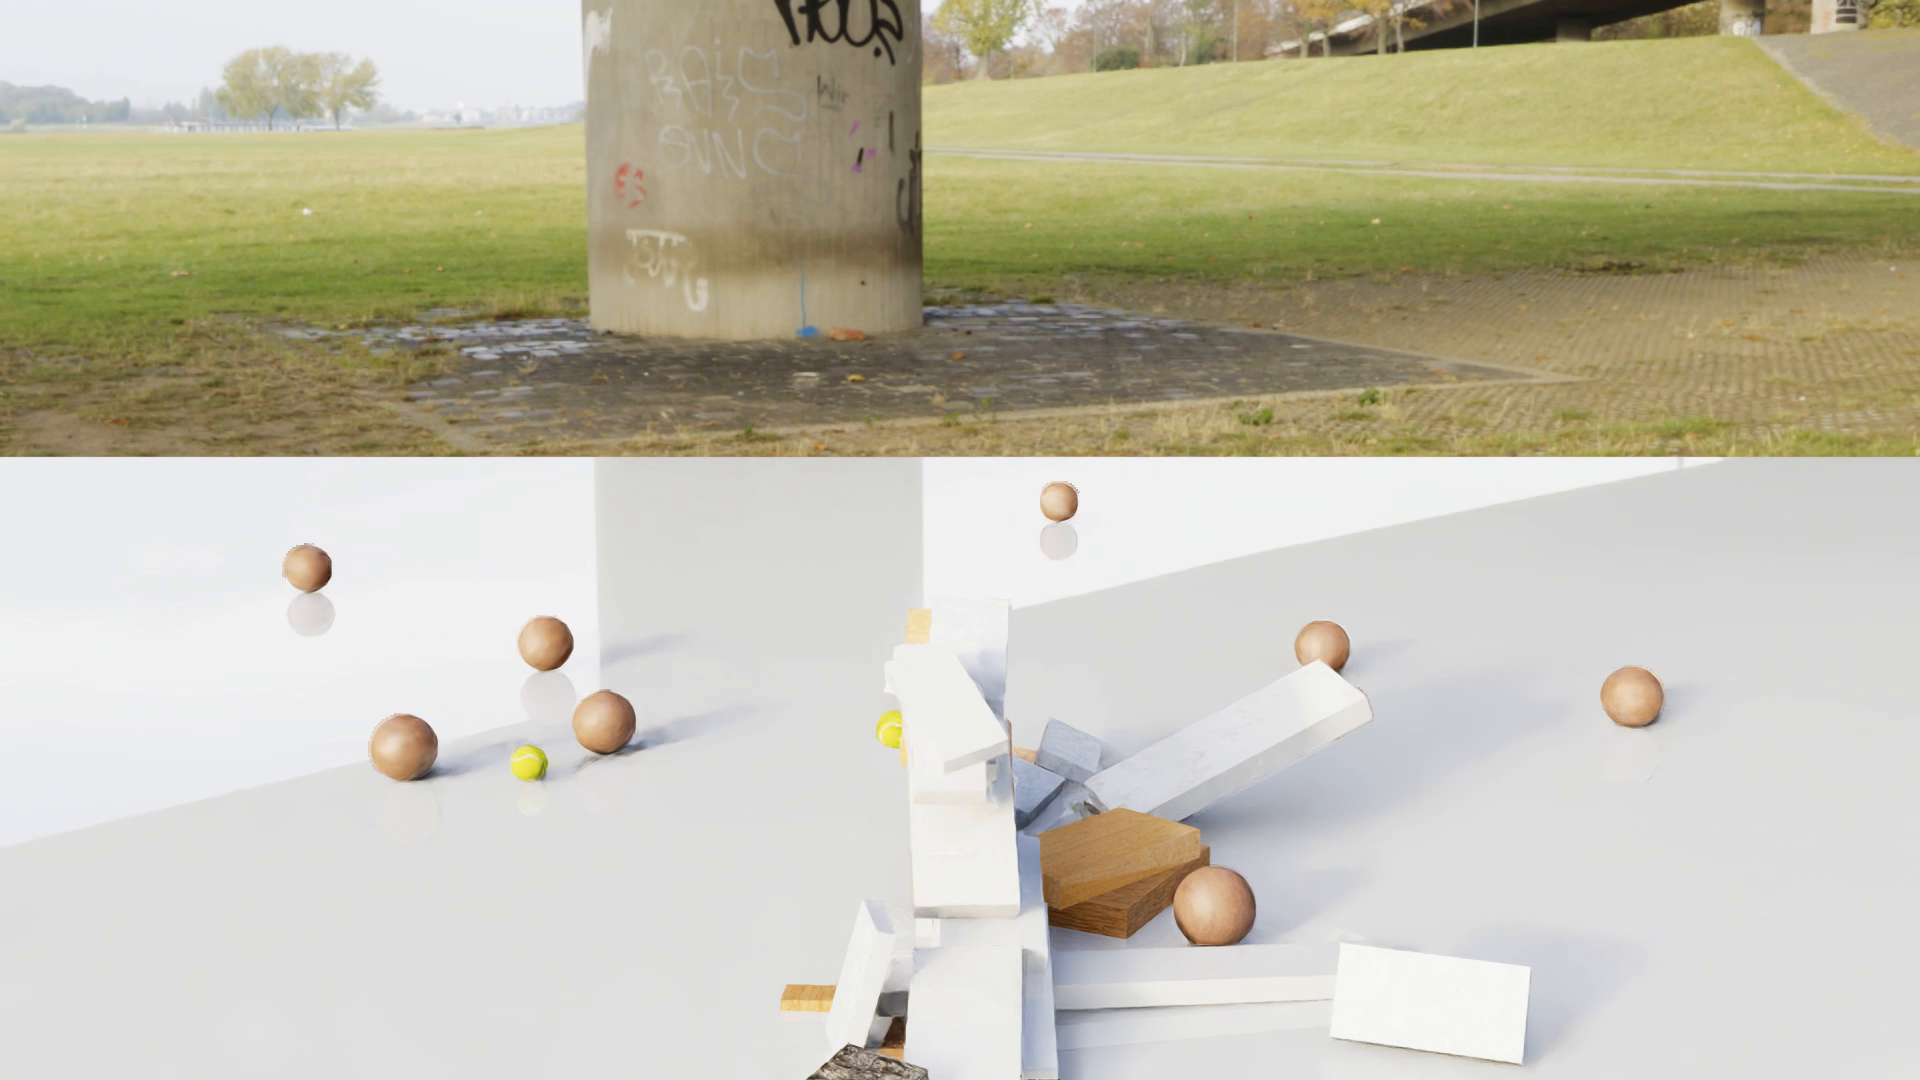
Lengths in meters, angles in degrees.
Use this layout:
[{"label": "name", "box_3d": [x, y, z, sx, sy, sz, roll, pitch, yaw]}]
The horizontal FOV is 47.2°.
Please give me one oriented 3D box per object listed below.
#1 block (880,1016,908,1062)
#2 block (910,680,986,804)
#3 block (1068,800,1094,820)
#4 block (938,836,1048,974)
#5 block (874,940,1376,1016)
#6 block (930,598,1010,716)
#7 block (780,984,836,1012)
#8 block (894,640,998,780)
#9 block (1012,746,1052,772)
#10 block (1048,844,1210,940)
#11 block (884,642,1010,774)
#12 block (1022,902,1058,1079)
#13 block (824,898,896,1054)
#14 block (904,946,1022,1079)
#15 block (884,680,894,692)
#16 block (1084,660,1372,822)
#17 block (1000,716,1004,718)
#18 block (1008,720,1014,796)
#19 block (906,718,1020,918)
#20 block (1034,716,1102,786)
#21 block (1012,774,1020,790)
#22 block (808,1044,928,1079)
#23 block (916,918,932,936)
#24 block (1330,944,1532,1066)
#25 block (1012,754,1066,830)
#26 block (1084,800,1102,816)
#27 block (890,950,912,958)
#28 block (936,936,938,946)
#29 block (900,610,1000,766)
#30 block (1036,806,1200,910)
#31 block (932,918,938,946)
[{"label": "block", "box_3d": [-0.072, 0.694, 3.064, 0.059, 0.017, 0.118, 2, 11, 8]}, {"label": "block", "box_3d": [-0.018, 0.288, 3.155, 0.101, 0.029, 0.206, 0, 45, -4]}, {"label": "block", "box_3d": [0.224, 0.495, 3.957, 0.016, 0.056, 0.113, -44, -3, -5]}, {"label": "block", "box_3d": [0.045, 0.528, 3.210, 0.151, 0.043, 0.302, 1, 23, -1]}, {"label": "block", "box_3d": [0.251, 0.643, 3.230, 0.781, 0.037, 0.130, 0, 10, -9]}, {"label": "block", "box_3d": [0.012, 0.180, 3.422, 0.121, 0.034, 0.241, 2, 37, 2]}, {"label": "block", "box_3d": [-0.198, 0.668, 3.204, 0.118, 0.017, 0.059, 1, 11, 4]}, {"label": "block", "box_3d": [-0.023, 0.252, 3.236, 0.121, 0.034, 0.241, -4, 45, -8]}, {"label": "block", "box_3d": [0.076, 0.454, 4.313, 0.117, 0.033, 0.234, 7, 13, 34]}, {"label": "block", "box_3d": [0.267, 0.568, 3.650, 0.176, 0.050, 0.353, 6, 12, 27]}, {"label": "block", "box_3d": [-0.021, 0.240, 3.161, 0.101, 0.029, 0.203, -18, 49, -19]}, {"label": "block", "box_3d": [0.053, 0.633, 3.074, 0.151, 0.043, 0.408, 1, 23, 0]}, {"label": "block", "box_3d": [-0.136, 0.605, 3.002, 0.029, 0.203, 0.101, 12, 14, -17]}, {"label": "block", "box_3d": [0.007, 0.645, 2.926, 0.151, 0.043, 0.301, -1, 24, 2]}, {"label": "block", "box_3d": [-0.027, 0.249, 3.805, 0.121, 0.034, 0.241, 1, -4, 21]}, {"label": "block", "box_3d": [0.486, 0.382, 3.996, 0.502, 0.050, 0.176, -26, 27, -10]}, {"label": "block", "box_3d": [0.000, 0.277, 3.477, 0.137, 0.039, 0.274, 0, 47, 0]}, {"label": "block", "box_3d": [0.005, 0.393, 3.294, 0.149, 0.042, 0.299, 0, 42, -1]}, {"label": "block", "box_3d": [0.002, 0.400, 3.191, 0.149, 0.299, 0.042, -1, -33, -4]}, {"label": "block", "box_3d": [0.217, 0.421, 4.368, 0.117, 0.033, 0.234, 25, 12, 2]}, {"label": "block", "box_3d": [0.052, 0.443, 3.762, 0.056, 0.113, 0.016, 32, 10, 22]}, {"label": "block", "box_3d": [-0.166, 0.719, 2.696, 0.130, 0.037, 0.259, 8, 28, 37]}, {"label": "block", "box_3d": [-0.001, 0.487, 3.470, 0.137, 0.274, 0.039, 0, 8, 0]}, {"label": "block", "box_3d": [0.650, 0.640, 3.037, 0.259, 0.130, 0.037, 4, -17, 20]}, {"label": "block", "box_3d": [0.107, 0.470, 4.124, 0.117, 0.033, 0.234, 23, 17, 15]}, {"label": "block", "box_3d": [0.333, 0.495, 4.093, 0.189, 0.024, 0.084, -3, 5, -18]}, {"label": "block", "box_3d": [-0.091, 0.638, 3.248, 0.118, 0.059, 0.017, -2, 11, -9]}, {"label": "block", "box_3d": [0.017, 0.561, 3.330, 0.090, 0.025, 0.180, 6, 52, 4]}, {"label": "block", "box_3d": [-0.012, 0.227, 3.423, 0.149, 0.042, 0.323, 1, 37, 0]}, {"label": "block", "box_3d": [0.217, 0.521, 3.629, 0.176, 0.050, 0.353, 10, 14, 43]}, {"label": "block", "box_3d": [0.004, 0.579, 3.349, 0.090, 0.026, 0.180, 0, 52, 0]}]
